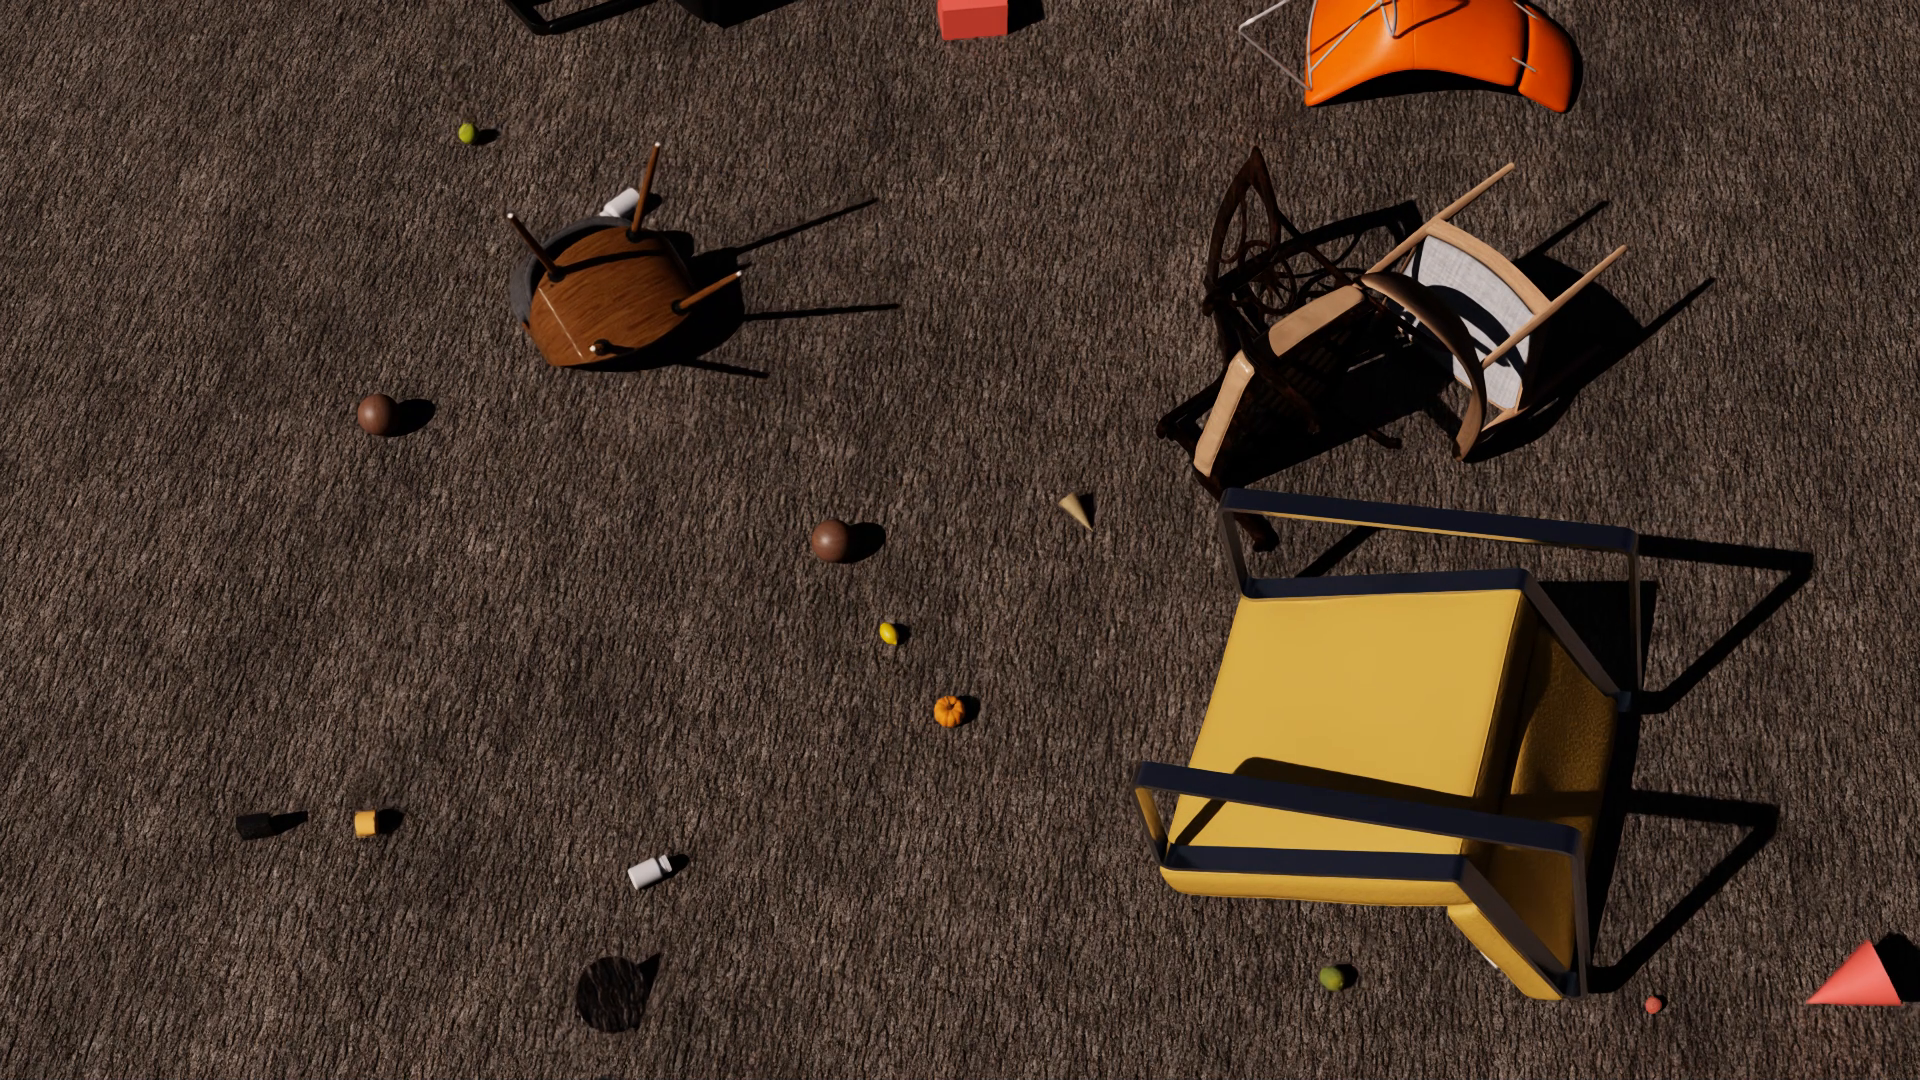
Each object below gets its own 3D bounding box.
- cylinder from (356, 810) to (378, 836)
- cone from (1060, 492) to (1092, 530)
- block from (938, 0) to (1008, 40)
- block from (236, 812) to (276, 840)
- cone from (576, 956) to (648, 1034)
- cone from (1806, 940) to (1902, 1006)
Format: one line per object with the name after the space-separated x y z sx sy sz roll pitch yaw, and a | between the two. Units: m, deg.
-1.622 0.774 6.017 0.050 0.060 0.074 -5 29 -11 | cylinder
0.363 -0.075 6.605 0.074 0.066 0.129 -22 71 -45 | cone
0.043 -1.882 7.754 0.230 0.137 0.169 -6 56 -4 | block
-1.921 0.782 6.000 0.086 0.082 0.032 -8 57 -5 | block
-0.941 1.191 5.726 0.232 0.121 0.194 -2 77 -48 | cone
2.307 1.168 5.730 0.217 0.229 0.184 -27 76 15 | cone
